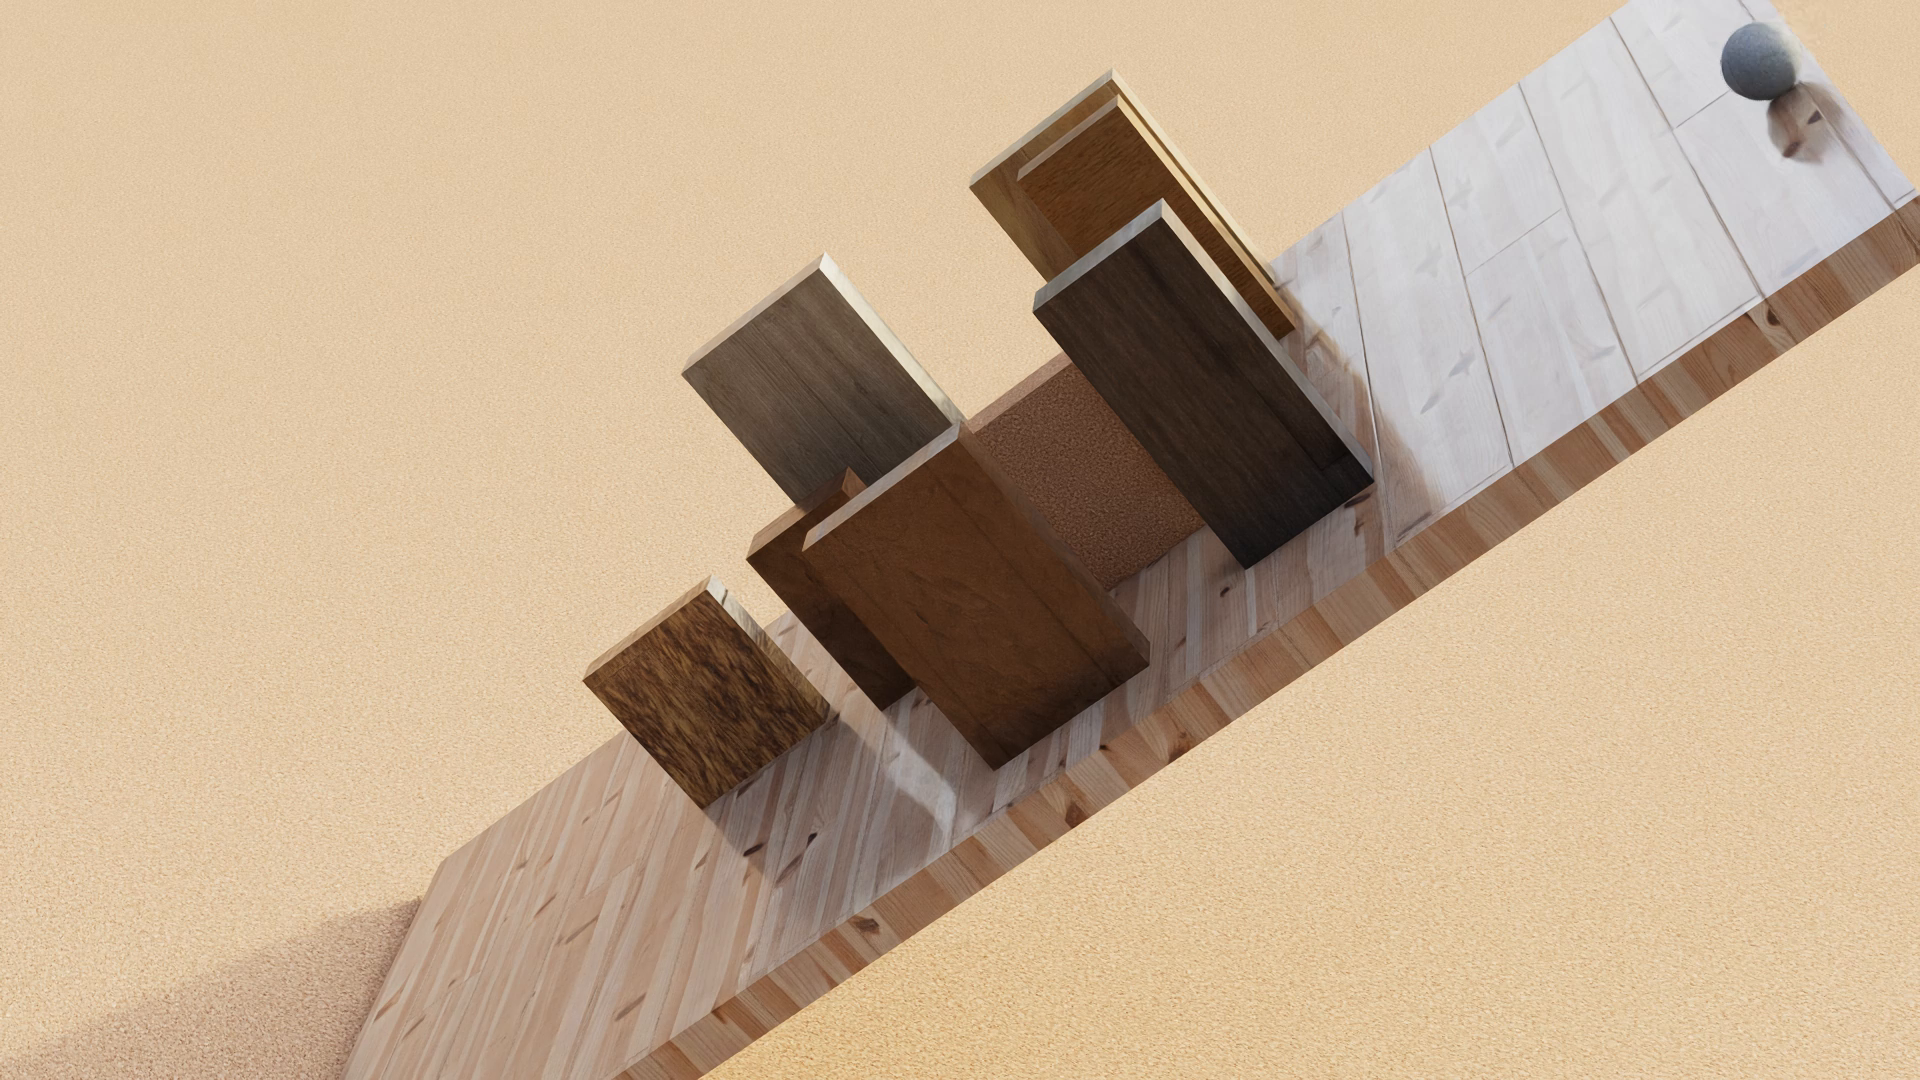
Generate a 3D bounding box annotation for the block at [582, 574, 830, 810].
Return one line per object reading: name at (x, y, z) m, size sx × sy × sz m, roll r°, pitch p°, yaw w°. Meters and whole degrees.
block at (-0.566, 0.342, 6.573) m, size 0.371 × 0.408 × 0.085 m, roll -36°, pitch 16°, yaw 18°

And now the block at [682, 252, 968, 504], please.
block at (-0.206, -0.210, 6.529) m, size 0.399 × 0.784 × 0.114 m, roll -36°, pitch 16°, yaw 18°

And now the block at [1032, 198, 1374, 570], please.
block at (0.453, -0.284, 5.446) m, size 0.297 × 0.645 × 0.115 m, roll -36°, pitch 16°, yaw 18°

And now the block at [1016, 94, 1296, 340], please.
block at (0.434, -0.641, 6.474) m, size 0.277 × 0.638 × 0.094 m, roll -36°, pitch 16°, yaw 18°

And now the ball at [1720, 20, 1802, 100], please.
ball at (1.518, -0.908, 5.572) m, size 0.150 × 0.150 × 0.150 m, roll 0°, pitch 24°, yaw 0°

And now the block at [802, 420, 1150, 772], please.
block at (0.033, 0.109, 5.500) m, size 0.372 × 0.570 × 0.098 m, roll -36°, pitch 16°, yaw 18°

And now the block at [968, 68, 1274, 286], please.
block at (0.380, -0.727, 6.875) m, size 0.420 × 0.617 × 0.101 m, roll -36°, pitch 16°, yaw 18°

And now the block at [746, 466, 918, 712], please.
block at (-0.203, 0.106, 6.287) m, size 0.266 × 0.451 × 0.129 m, roll -36°, pitch 16°, yaw 18°

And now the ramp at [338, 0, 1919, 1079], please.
ramp at (0.122, 0.184, 6.337) m, size 4.000 × 0.100 × 2.000 m, roll -36°, pitch 16°, yaw 18°

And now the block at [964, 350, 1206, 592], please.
block at (0.267, -0.146, 5.901) m, size 0.449 × 0.434 × 0.114 m, roll -36°, pitch 16°, yaw 18°
